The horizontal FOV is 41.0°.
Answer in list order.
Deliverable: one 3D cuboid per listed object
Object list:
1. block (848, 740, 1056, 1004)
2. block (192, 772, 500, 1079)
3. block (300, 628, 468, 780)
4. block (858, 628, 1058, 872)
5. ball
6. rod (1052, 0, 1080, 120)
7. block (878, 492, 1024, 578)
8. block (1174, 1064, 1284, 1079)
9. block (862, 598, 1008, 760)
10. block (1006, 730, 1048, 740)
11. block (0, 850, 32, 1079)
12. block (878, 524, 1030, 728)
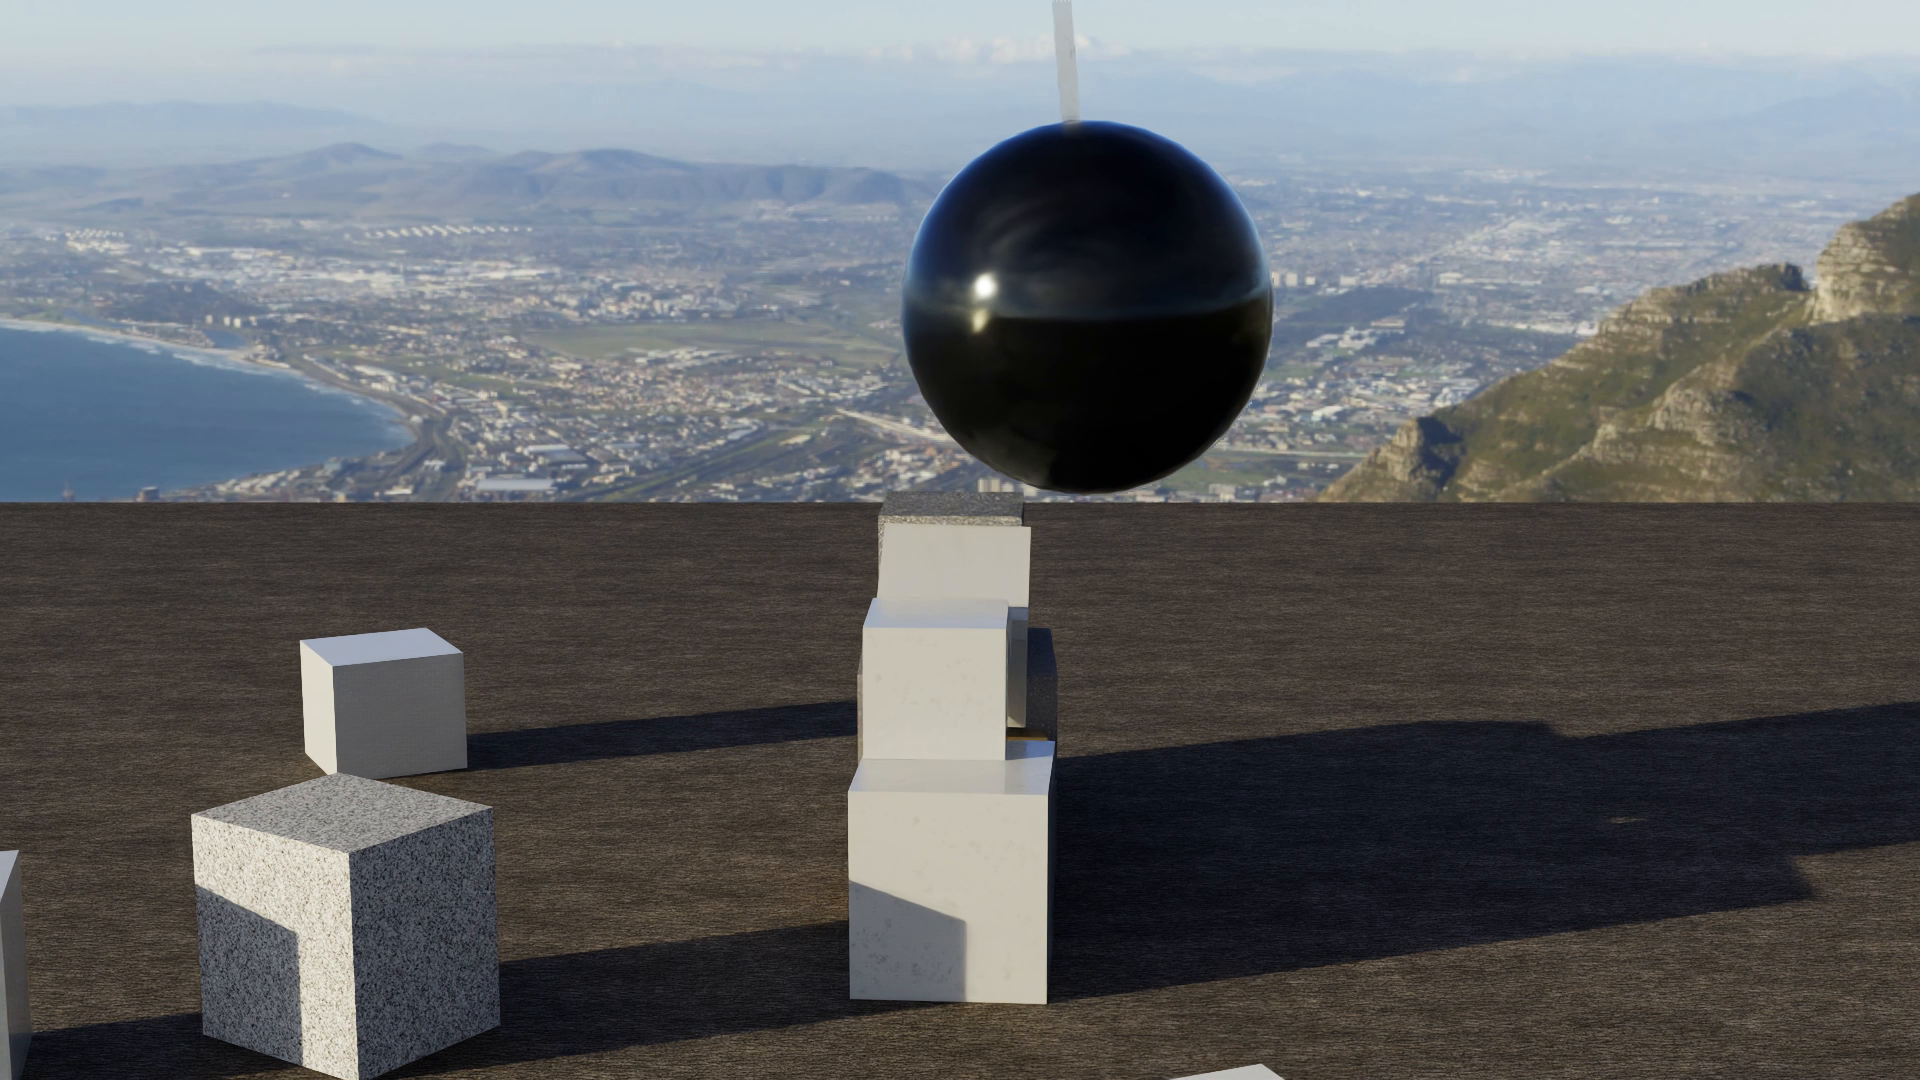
[{"bbox_3d":[-0.018,1.291,10.154,0.756,0.826,0.799,1,10,4],"label":"block"},{"bbox_3d":[-2.260,1.406,9.471,0.834,0.844,0.697,7,12,34],"label":"block"},{"bbox_3d":[-2.976,0.844,13.238,0.667,0.603,0.674,-5,12,-27],"label":"block"},{"bbox_3d":[-0.011,0.950,11.810,0.879,0.905,0.963,0,10,0],"label":"block"},{"bbox_3d":[0.541,-0.994,11.000,1.600,1.600,1.600,0,10,0],"label":"ball"},{"bbox_3d":[0.235,-4.325,10.394,0.080,5.200,0.080,-5,10,1],"label":"rod"},{"bbox_3d":[-0.032,0.154,11.836,0.641,0.652,0.666,0,10,2],"label":"block"},{"bbox_3d":[0.739,1.929,7.276,0.623,0.601,0.641,-4,11,-23],"label":"block"},{"bbox_3d":[-0.091,0.556,10.389,0.562,0.532,0.567,1,10,2],"label":"block"},{"bbox_3d":[-0.008,1.224,10.981,0.777,0.662,0.746,0,10,0],"label":"block"},{"bbox_3d":[-3.624,1.551,9.017,0.581,0.723,0.637,-3,11,-14],"label":"block"},{"bbox_3d":[-0.023,0.364,11.068,0.634,0.588,0.646,1,37,2],"label":"block"}]
